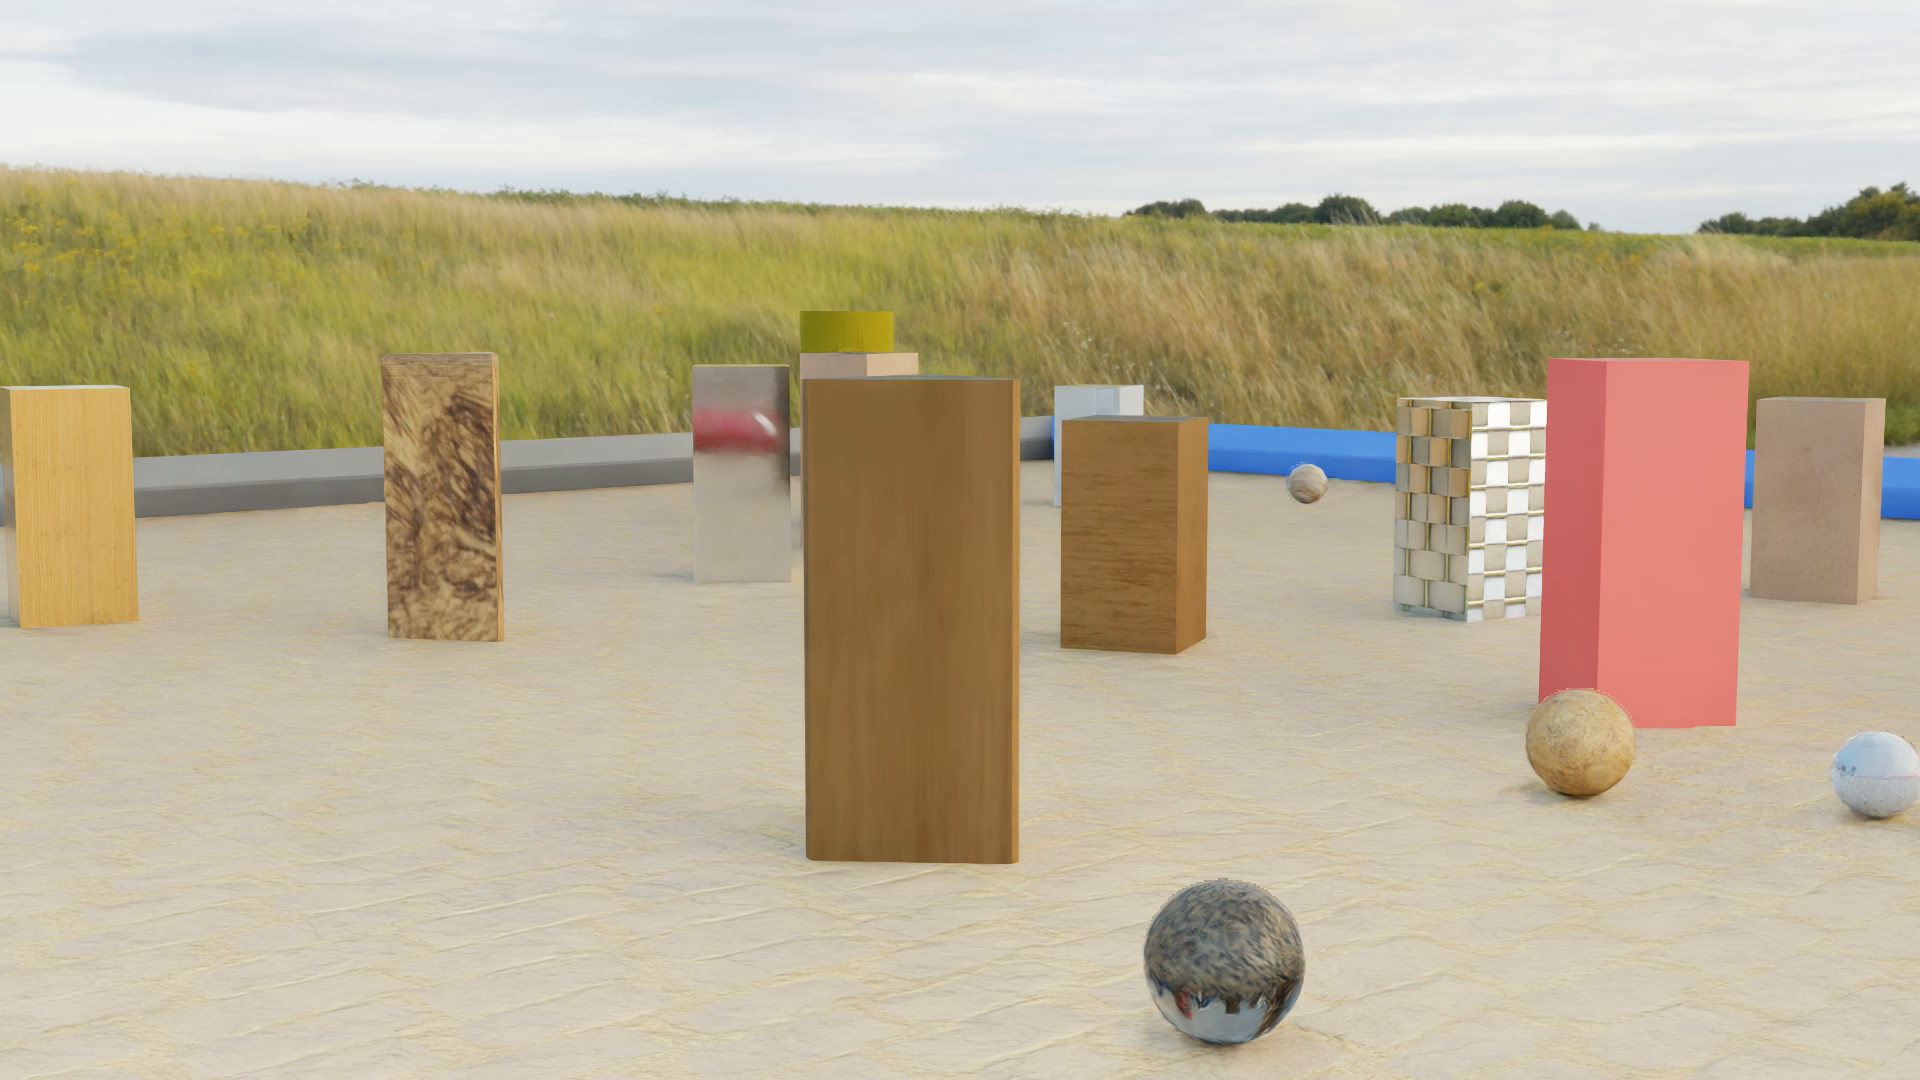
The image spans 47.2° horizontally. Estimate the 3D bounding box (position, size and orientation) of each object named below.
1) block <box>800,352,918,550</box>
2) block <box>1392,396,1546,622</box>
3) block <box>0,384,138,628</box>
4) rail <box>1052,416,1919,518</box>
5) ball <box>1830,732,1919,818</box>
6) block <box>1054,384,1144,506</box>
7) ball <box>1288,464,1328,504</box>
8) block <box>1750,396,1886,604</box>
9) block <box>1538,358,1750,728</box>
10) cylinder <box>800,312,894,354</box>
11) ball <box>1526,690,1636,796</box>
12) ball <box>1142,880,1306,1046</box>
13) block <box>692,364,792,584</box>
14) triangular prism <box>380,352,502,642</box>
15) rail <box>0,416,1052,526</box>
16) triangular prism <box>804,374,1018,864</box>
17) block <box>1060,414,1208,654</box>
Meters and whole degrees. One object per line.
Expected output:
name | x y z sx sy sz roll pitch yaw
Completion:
block | -0.188 -0.167 4.118 0.157 0.365 0.157 4 7 35
block | 0.754 -0.050 3.239 0.157 0.315 0.157 -4 7 -31
block | -1.287 -0.053 3.175 0.157 0.334 0.157 -3 7 -29
rail | 1.770 -0.137 4.957 0.045 0.128 4.458 -5 8 -42
ball | 0.806 0.206 1.934 0.076 0.076 0.076 0 6 0
block | 0.319 -0.218 5.049 0.157 0.273 0.157 3 7 24
ball | 0.802 -0.130 5.076 0.092 0.092 0.092 0 6 0
block | 1.336 -0.066 3.425 0.157 0.307 0.157 4 7 33
block | 0.745 -0.002 2.410 0.157 0.391 0.157 -1 6 -7
cylinder | -0.233 -0.253 4.566 0.197 0.442 0.197 0 6 0
ball | 0.570 0.186 2.021 0.098 0.098 0.098 0 6 0
ball | 0.161 0.257 1.339 0.098 0.098 0.098 0 6 0
block | -0.363 -0.114 3.665 0.157 0.353 0.157 -1 6 -5
triangular prism | -0.681 -0.064 3.035 0.170 0.386 0.148 2 6 14
rail | -1.496 -0.135 4.944 4.865 0.128 0.045 -5 8 -42
triangular prism | -0.034 0.059 1.836 0.170 0.390 0.148 0 6 4
block | 0.234 -0.012 2.937 0.157 0.301 0.157 2 6 20
